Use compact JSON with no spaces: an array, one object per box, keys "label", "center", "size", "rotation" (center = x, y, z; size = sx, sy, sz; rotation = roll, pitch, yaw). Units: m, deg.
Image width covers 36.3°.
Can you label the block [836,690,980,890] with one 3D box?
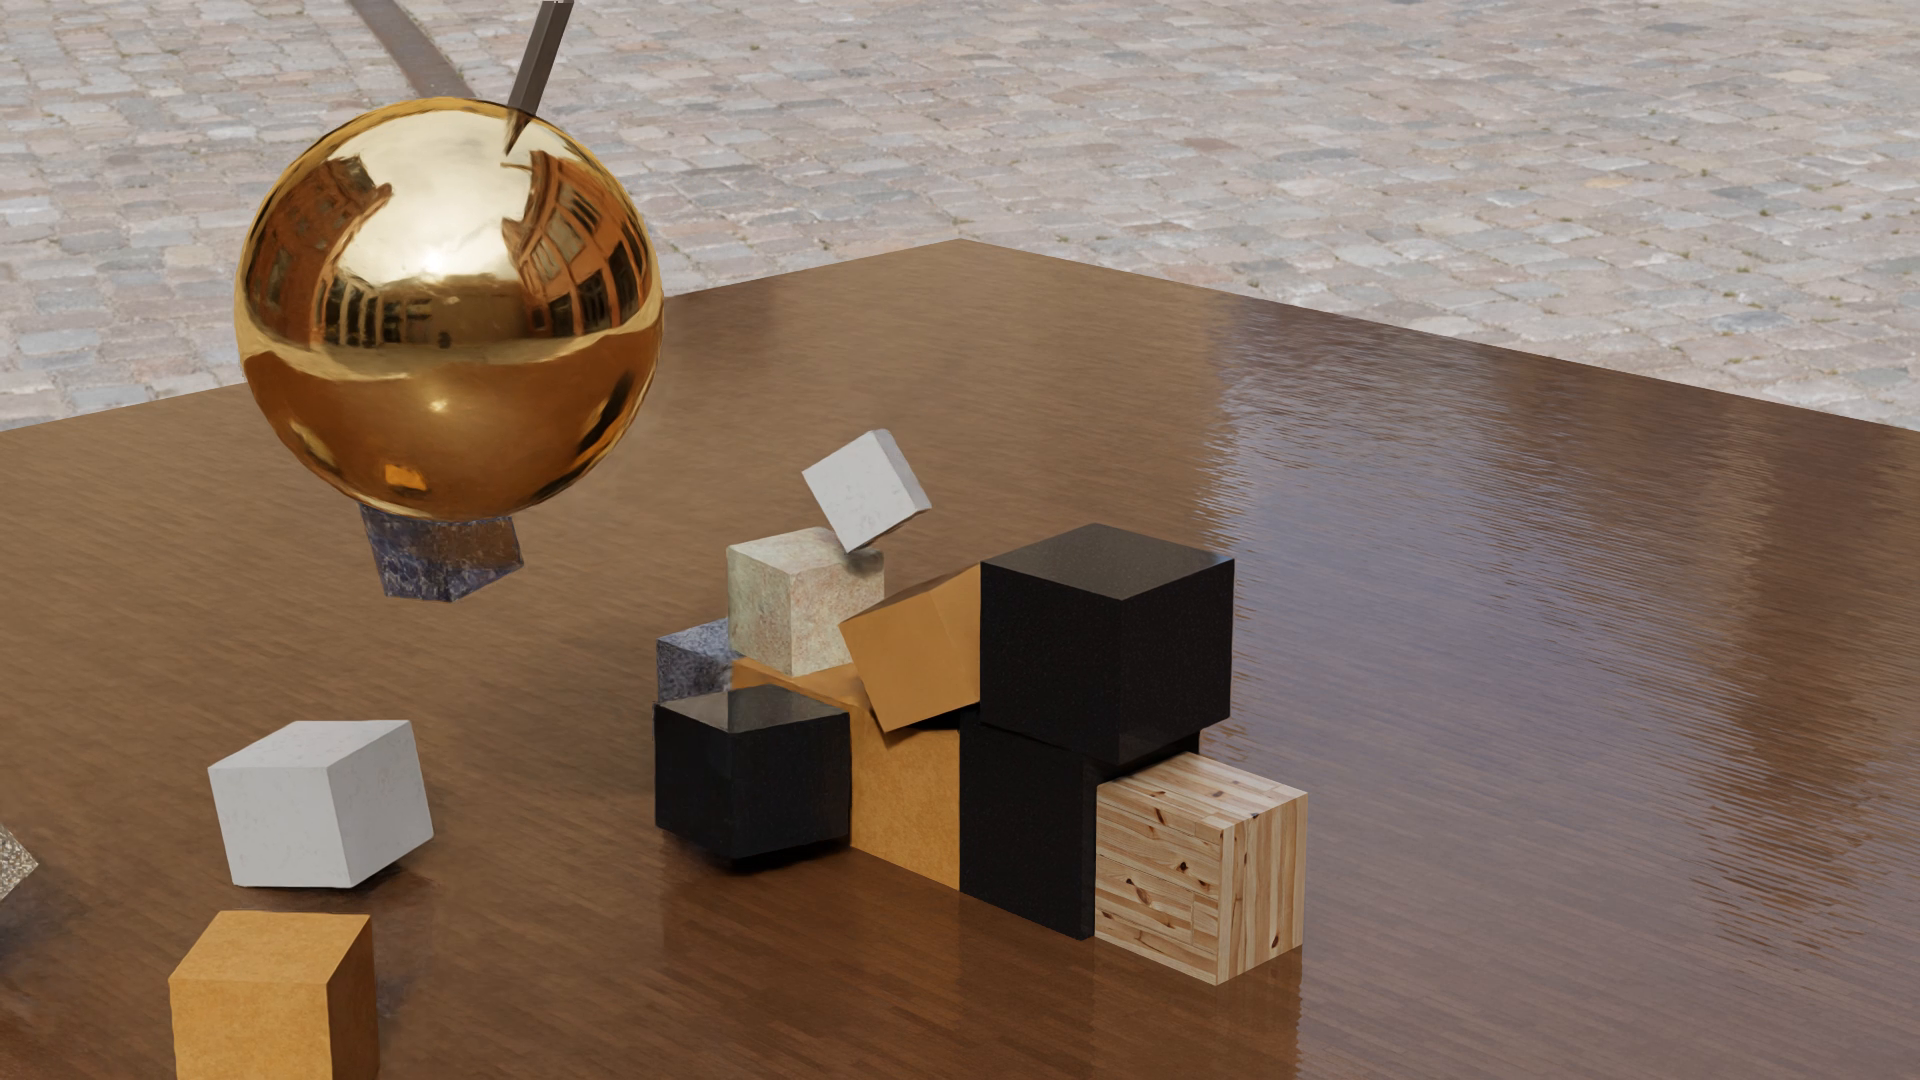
[{"label":"block","center":[-0.027,1.084,13.709],"size":[0.749,0.711,0.804],"rotation":[-17,24,-42]}]

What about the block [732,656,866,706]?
[{"label":"block","center":[-0.603,0.929,14.236],"size":[0.646,0.692,0.764],"rotation":[-17,24,-42]}]

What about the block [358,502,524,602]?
[{"label":"block","center":[-2.345,-0.068,13.196],"size":[0.481,0.547,0.434],"rotation":[3,24,42]}]

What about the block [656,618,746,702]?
[{"label":"block","center":[-1.076,0.797,14.721],"size":[0.640,0.652,0.598],"rotation":[-17,24,-42]}]

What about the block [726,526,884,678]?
[{"label":"block","center":[-0.748,0.294,14.233],"size":[0.550,0.521,0.540],"rotation":[-13,22,-36]}]

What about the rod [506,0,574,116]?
[{"label":"rod","center":[-0.831,-4.083,11.188],"size":[0.080,5.200,0.080],"rotation":[17,-3,42]}]

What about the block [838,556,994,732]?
[{"label":"block","center":[-0.095,0.471,13.262],"size":[0.547,0.533,0.551],"rotation":[-20,4,36]}]

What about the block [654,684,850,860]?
[{"label":"block","center":[-0.957,1.053,13.471],"size":[0.647,0.583,0.631],"rotation":[-8,15,-37]}]

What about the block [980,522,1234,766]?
[{"label":"block","center":[0.639,0.437,12.792],"size":[0.786,0.736,0.773],"rotation":[15,23,40]}]

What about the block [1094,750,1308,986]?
[{"label":"block","center":[1.039,1.407,12.686],"size":[0.582,0.708,0.691],"rotation":[-17,24,-42]}]

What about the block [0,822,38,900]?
[{"label":"block","center":[-4.531,1.307,12.319],"size":[0.801,0.731,0.727],"rotation":[6,46,49]}]

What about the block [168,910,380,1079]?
[{"label":"block","center":[-2.632,1.866,11.315],"size":[0.600,0.656,0.611],"rotation":[1,17,4]}]

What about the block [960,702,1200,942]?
[{"label":"block","center":[0.533,1.169,13.156],"size":[0.745,0.880,0.768],"rotation":[17,24,42]}]

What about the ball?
[{"label":"ball","center":[-1.918,-0.863,11.060],"size":[1.600,1.600,1.600],"rotation":[0,17,0]}]

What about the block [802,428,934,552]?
[{"label":"block","center":[-0.435,-0.236,13.860],"size":[0.391,0.435,0.367],"rotation":[-31,-3,11]}]

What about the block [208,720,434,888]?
[{"label":"block","center":[-2.915,1.200,13.406],"size":[0.669,0.568,0.642],"rotation":[-2,15,26]}]
